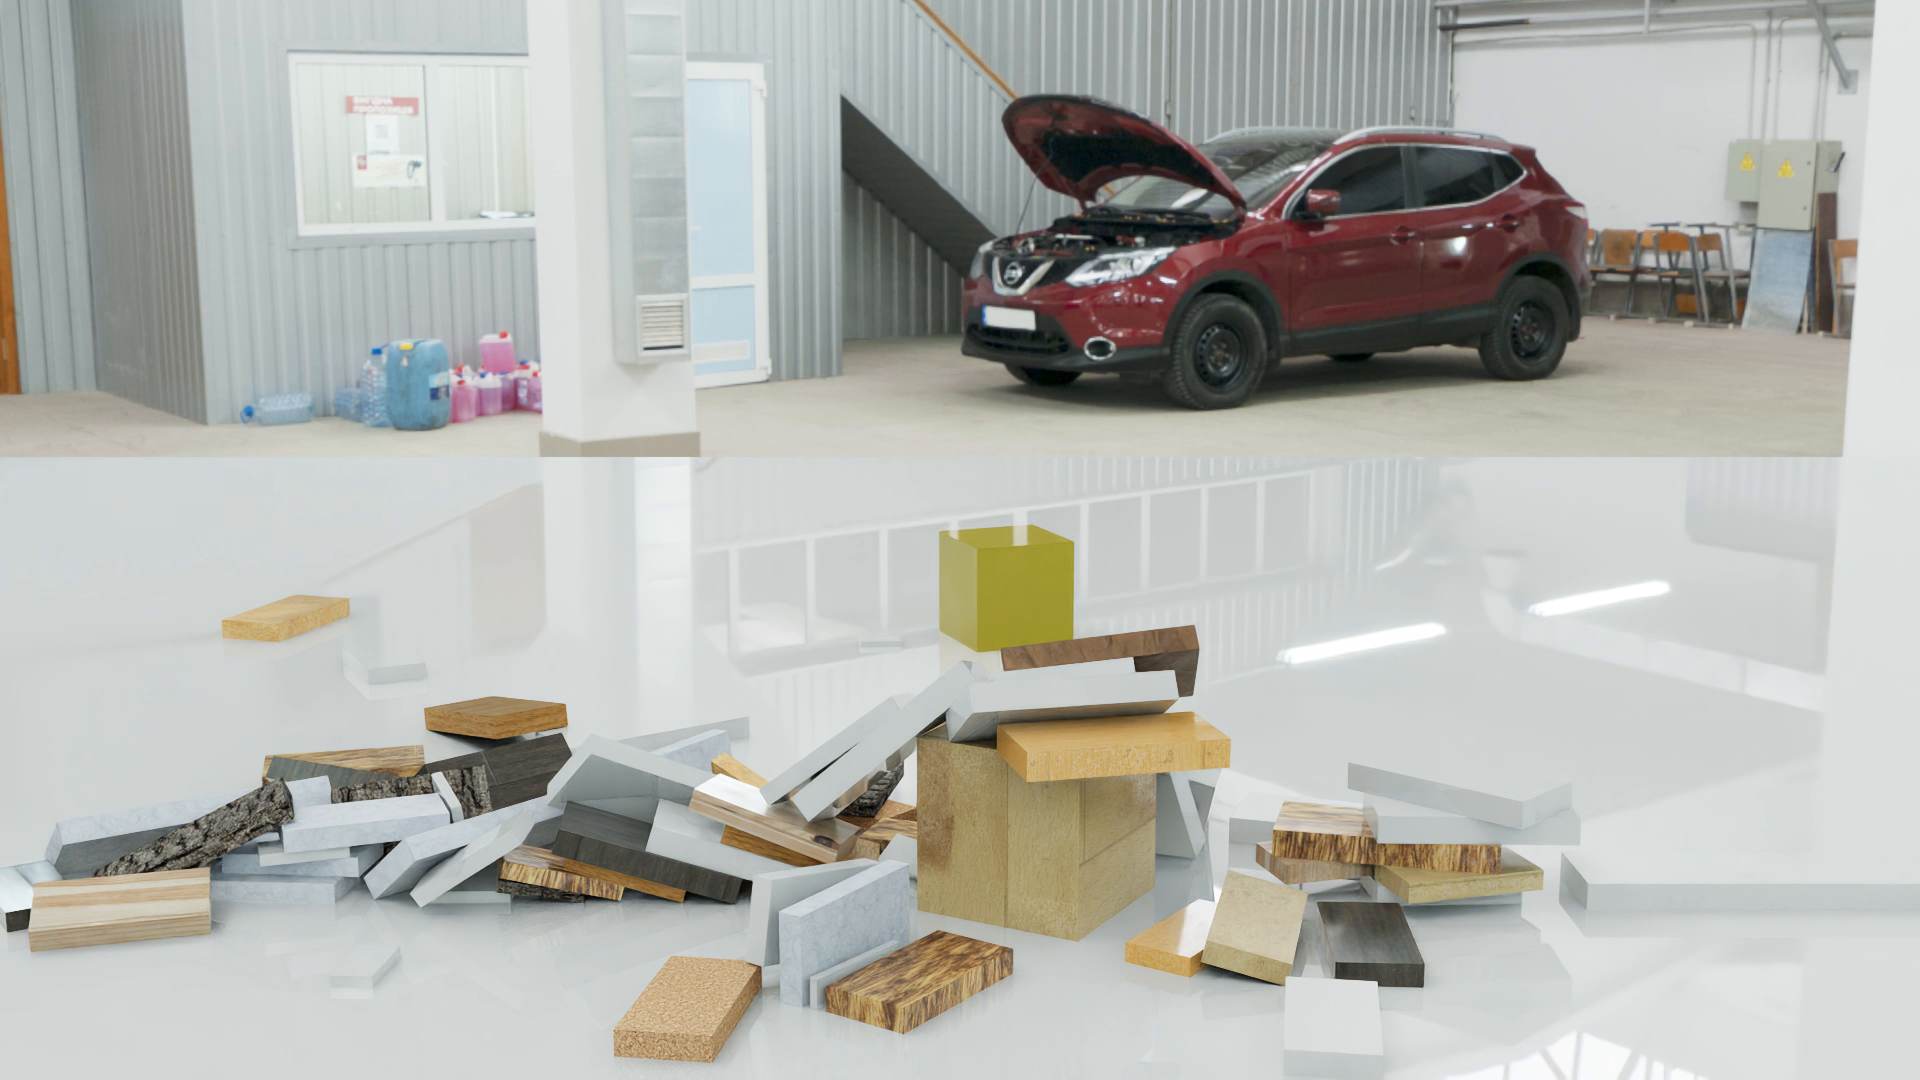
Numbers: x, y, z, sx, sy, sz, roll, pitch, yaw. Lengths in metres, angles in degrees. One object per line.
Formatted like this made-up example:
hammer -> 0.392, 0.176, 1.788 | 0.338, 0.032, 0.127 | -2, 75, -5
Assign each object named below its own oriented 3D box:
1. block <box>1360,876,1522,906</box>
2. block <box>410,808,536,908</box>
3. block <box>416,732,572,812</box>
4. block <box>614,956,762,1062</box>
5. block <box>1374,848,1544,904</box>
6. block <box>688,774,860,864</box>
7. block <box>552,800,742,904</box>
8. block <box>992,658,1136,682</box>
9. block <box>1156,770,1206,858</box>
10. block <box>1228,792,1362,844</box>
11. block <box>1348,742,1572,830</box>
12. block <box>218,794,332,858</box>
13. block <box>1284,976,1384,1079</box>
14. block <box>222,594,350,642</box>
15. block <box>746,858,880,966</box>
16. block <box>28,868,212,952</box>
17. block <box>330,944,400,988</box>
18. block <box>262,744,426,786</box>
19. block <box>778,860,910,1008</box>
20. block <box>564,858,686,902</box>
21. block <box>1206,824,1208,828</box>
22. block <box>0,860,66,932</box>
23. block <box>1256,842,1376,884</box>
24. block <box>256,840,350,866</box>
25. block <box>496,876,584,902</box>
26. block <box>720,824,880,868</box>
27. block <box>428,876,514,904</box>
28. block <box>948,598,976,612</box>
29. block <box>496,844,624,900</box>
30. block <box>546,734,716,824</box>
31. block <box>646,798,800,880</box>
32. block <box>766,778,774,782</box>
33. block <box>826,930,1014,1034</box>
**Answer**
block -> 0.802, 0.572, 3.672 | 0.241, 0.034, 0.121 | -1, 11, -3
block -> -0.793, 0.518, 3.583 | 0.203, 0.029, 0.101 | -32, 10, 8
block -> -0.829, 0.454, 4.018 | 0.297, 0.148, 0.042 | -11, -26, -45
block -> -0.385, 0.668, 3.144 | 0.139, 0.039, 0.278 | 2, 11, 9
block -> 0.818, 0.549, 3.608 | 0.241, 0.034, 0.121 | -3, 11, -15
block -> -0.306, 0.462, 3.642 | 0.260, 0.037, 0.130 | 19, 9, 10
block -> -0.517, 0.519, 3.664 | 0.310, 0.044, 0.155 | 17, 9, -7
block -> 0.162, 0.231, 3.510 | 0.224, 0.032, 0.112 | -6, -19, -5
block -> 0.301, 0.400, 3.789 | 0.167, 0.335, 0.047 | 2, 37, 31
block -> 0.662, 0.514, 3.953 | 0.326, 0.046, 0.163 | 4, 11, 19
block -> 0.828, 0.406, 3.653 | 0.326, 0.046, 0.163 | 10, 14, 42
block -> -1.182, 0.498, 3.862 | 0.268, 0.038, 0.134 | -7, -24, -32
block -> 0.521, 0.681, 3.077 | 0.131, 0.037, 0.263 | 2, 11, 9
block -> -1.727, 0.199, 5.647 | 0.162, 0.046, 0.324 | 3, 11, 16
block -> -0.219, 0.563, 3.342 | 0.037, 0.130, 0.260 | 8, 4, 36
block -> -1.331, 0.585, 3.494 | 0.265, 0.037, 0.132 | -3, 27, -17
block -> -0.898, 0.645, 3.326 | 0.063, 0.018, 0.127 | 1, 11, 5
block -> -1.202, 0.451, 4.298 | 0.302, 0.043, 0.151 | -3, 11, -15
block -> -0.170, 0.587, 3.303 | 0.039, 0.139, 0.278 | 7, 12, 32
block -> -0.553, 0.546, 3.661 | 0.203, 0.029, 0.101 | 17, 9, -7
block -> 0.389, 0.473, 4.175 | 0.159, 0.045, 0.318 | 1, 11, 5
block -> -1.531, 0.583, 3.614 | 0.117, 0.033, 0.235 | -7, 13, -34
block -> 0.634, 0.532, 3.699 | 0.241, 0.034, 0.121 | -3, 11, -17
block -> -1.091, 0.515, 3.655 | 0.142, 0.020, 0.071 | -4, 11, -20
block -> -0.694, 0.571, 3.646 | 0.142, 0.020, 0.071 | 9, 9, -10
block -> -0.265, 0.508, 3.680 | 0.260, 0.037, 0.130 | 17, 9, -4
block -> -0.813, 0.582, 3.657 | 0.142, 0.020, 0.071 | 0, 11, -2
block -> 0.004, 0.174, 5.870 | 0.050, 0.014, 0.101 | -3, 11, -16
block -> -0.663, 0.547, 3.641 | 0.202, 0.029, 0.101 | 14, 8, -19
block -> -0.531, 0.438, 3.766 | 0.310, 0.155, 0.044 | 23, 38, -28
block -> -0.365, 0.518, 3.683 | 0.310, 0.044, 0.155 | 17, 9, -6
block -> -0.342, 0.478, 4.234 | 0.048, 0.014, 0.095 | -2, 11, -13
block -> -0.056, 0.649, 3.245 | 0.139, 0.039, 0.278 | 7, 13, 34
